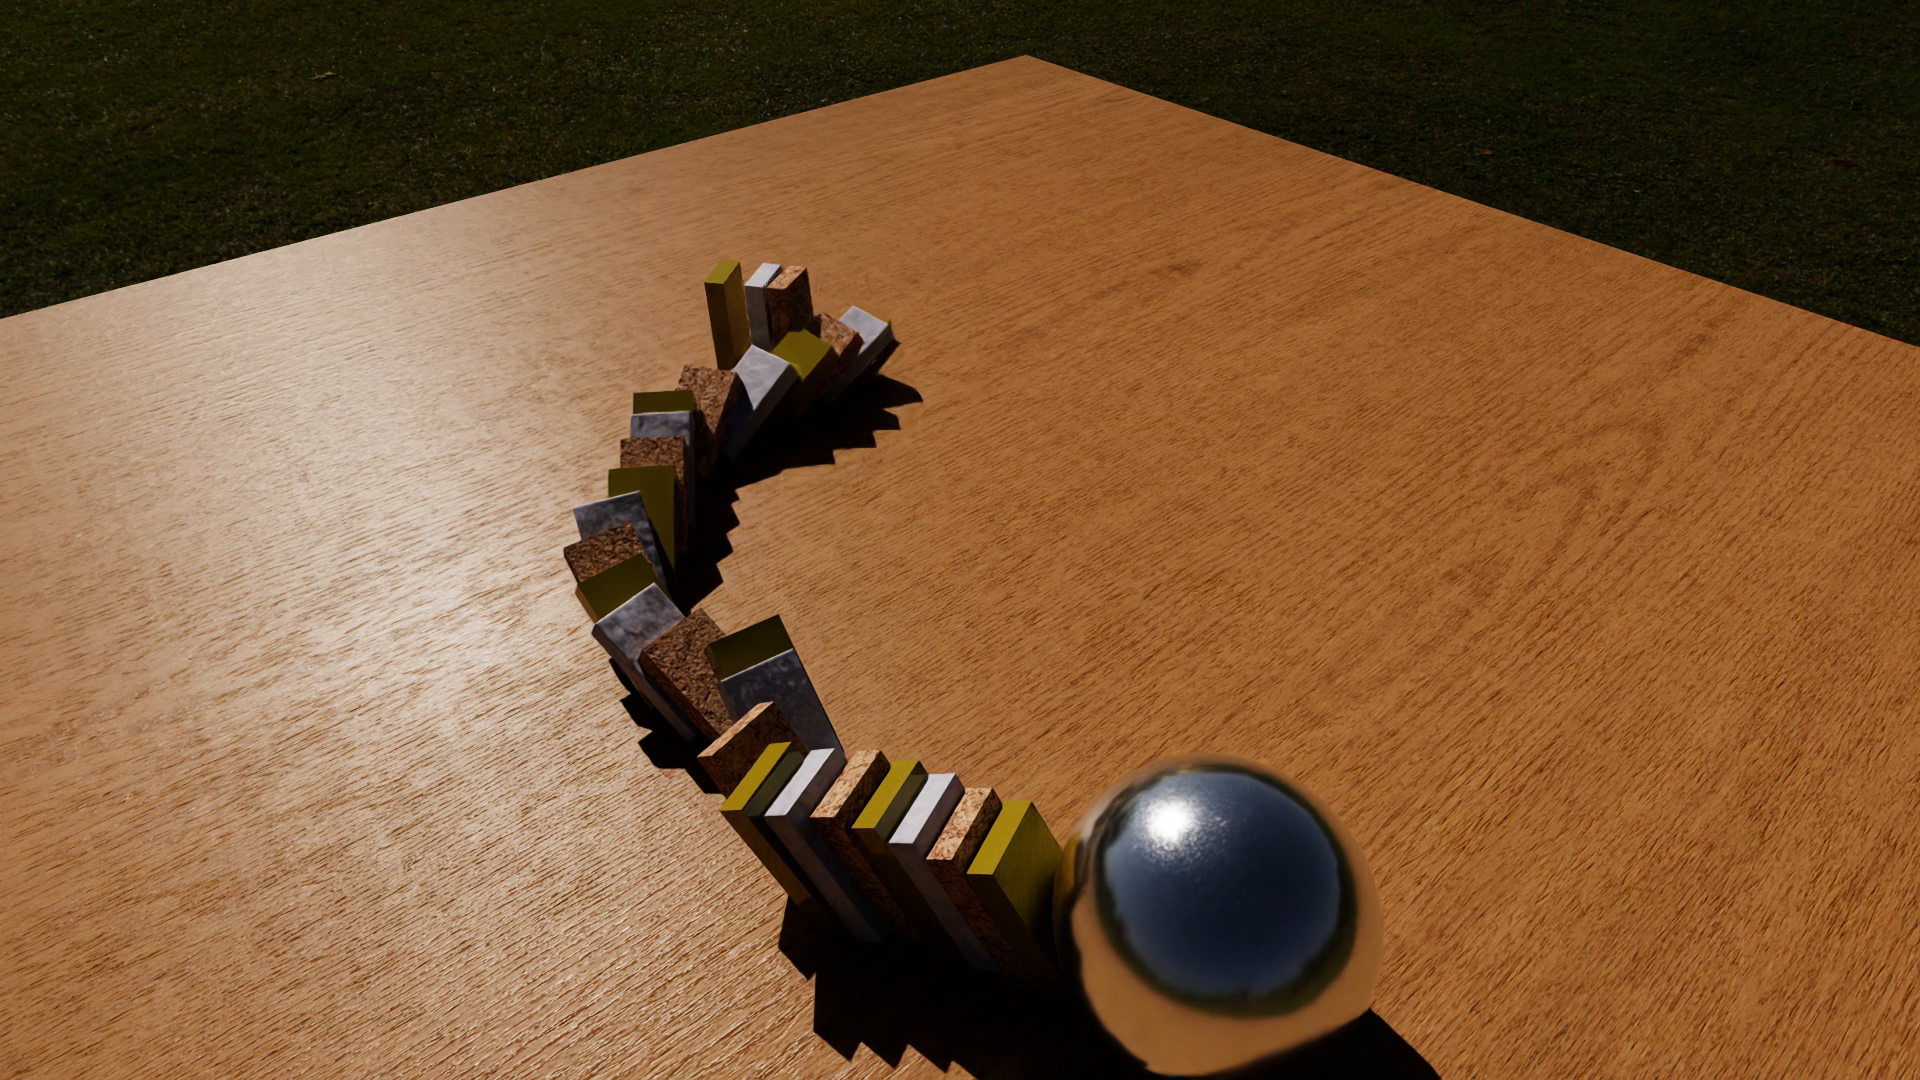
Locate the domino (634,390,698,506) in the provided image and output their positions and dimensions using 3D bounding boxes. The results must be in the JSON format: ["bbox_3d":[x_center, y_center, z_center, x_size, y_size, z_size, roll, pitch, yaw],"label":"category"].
[{"bbox_3d":[-0.126,-0.039,0.471,0.025,0.010,0.050,-4,72,-5],"label":"domino"}]

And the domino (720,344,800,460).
[{"bbox_3d":[-0.099,-0.063,0.501,0.025,0.009,0.050,29,77,28],"label":"domino"}]

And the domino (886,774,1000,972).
[{"bbox_3d":[0.001,0.091,0.302,0.009,0.050,0.025,-12,28,38],"label":"domino"}]

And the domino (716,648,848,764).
[{"bbox_3d":[-0.054,0.062,0.344,0.025,0.009,0.050,-24,83,-27],"label":"domino"}]

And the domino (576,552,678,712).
[{"bbox_3d":[-0.110,0.032,0.384,0.025,0.009,0.050,-31,81,-31],"label":"domino"}]

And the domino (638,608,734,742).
[{"bbox_3d":[-0.080,0.049,0.364,0.050,0.010,0.025,47,52,4],"label":"domino"}]

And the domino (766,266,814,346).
[{"bbox_3d":[-0.081,-0.106,0.540,0.009,0.050,0.025,9,40,17],"label":"domino"}]

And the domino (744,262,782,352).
[{"bbox_3d":[-0.095,-0.108,0.543,0.010,0.050,0.025,8,40,10],"label":"domino"}]

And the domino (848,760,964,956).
[{"bbox_3d":[-0.009,0.088,0.305,0.010,0.050,0.025,-12,28,38],"label":"domino"}]

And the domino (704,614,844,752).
[{"bbox_3d":[-0.060,0.052,0.356,0.025,0.009,0.050,-23,83,-29],"label":"domino"}]

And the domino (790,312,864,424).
[{"bbox_3d":[-0.071,-0.083,0.523,0.025,0.009,0.050,34,81,27],"label":"domino"}]

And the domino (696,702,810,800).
[{"bbox_3d":[-0.052,0.075,0.323,0.010,0.050,0.025,-17,19,49],"label":"domino"}]

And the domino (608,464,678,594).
[{"bbox_3d":[-0.123,-0.004,0.429,0.025,0.010,0.050,-4,70,-5],"label":"domino"}]

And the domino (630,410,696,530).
[{"bbox_3d":[-0.124,-0.028,0.458,0.025,0.010,0.050,-4,72,-4],"label":"domino"}]

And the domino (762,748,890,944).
[{"bbox_3d":[-0.032,0.086,0.309,0.009,0.050,0.025,-13,27,39],"label":"domino"}]

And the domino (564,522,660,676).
[{"bbox_3d":[-0.120,0.021,0.397,0.025,0.009,0.050,-25,79,-25],"label":"domino"}]

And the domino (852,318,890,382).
[{"bbox_3d":[-0.056,-0.100,0.565,0.025,0.010,0.050,12,41,15],"label":"domino"}]

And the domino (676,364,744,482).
[{"bbox_3d":[-0.117,-0.052,0.488,0.025,0.010,0.050,11,71,13],"label":"domino"}]

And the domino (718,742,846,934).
[{"bbox_3d":[-0.044,0.084,0.310,0.010,0.050,0.025,-13,28,39],"label":"domino"}]

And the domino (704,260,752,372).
[{"bbox_3d":[-0.115,-0.110,0.546,0.010,0.050,0.025,6,40,7],"label":"domino"}]

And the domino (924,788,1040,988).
[{"bbox_3d":[0.011,0.094,0.298,0.009,0.050,0.025,-12,28,38],"label":"domino"}]

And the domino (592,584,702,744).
[{"bbox_3d":[-0.098,0.041,0.372,0.050,0.009,0.025,48,54,3],"label":"domino"}]

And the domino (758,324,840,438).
[{"bbox_3d":[-0.082,-0.074,0.512,0.025,0.009,0.050,35,81,27],"label":"domino"}]

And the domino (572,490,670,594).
[{"bbox_3d":[-0.125,0.009,0.411,0.025,0.009,0.050,-16,76,-17],"label":"domino"}]

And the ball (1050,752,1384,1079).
[{"bbox_3d":[0.063,0.094,0.273,0.080,0.080,0.080,0,39,0],"label":"ball"}]

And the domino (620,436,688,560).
[{"bbox_3d":[-0.123,-0.017,0.444,0.025,0.010,0.050,-4,72,-5],"label":"domino"}]

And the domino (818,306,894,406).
[{"bbox_3d":[-0.058,-0.090,0.538,0.025,0.010,0.050,32,71,26],"label":"domino"}]

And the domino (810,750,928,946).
[{"bbox_3d":[-0.019,0.086,0.308,0.010,0.050,0.025,-12,28,38],"label":"domino"}]

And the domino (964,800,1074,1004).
[{"bbox_3d":[0.022,0.097,0.295,0.009,0.050,0.025,-12,28,38],"label":"domino"}]
